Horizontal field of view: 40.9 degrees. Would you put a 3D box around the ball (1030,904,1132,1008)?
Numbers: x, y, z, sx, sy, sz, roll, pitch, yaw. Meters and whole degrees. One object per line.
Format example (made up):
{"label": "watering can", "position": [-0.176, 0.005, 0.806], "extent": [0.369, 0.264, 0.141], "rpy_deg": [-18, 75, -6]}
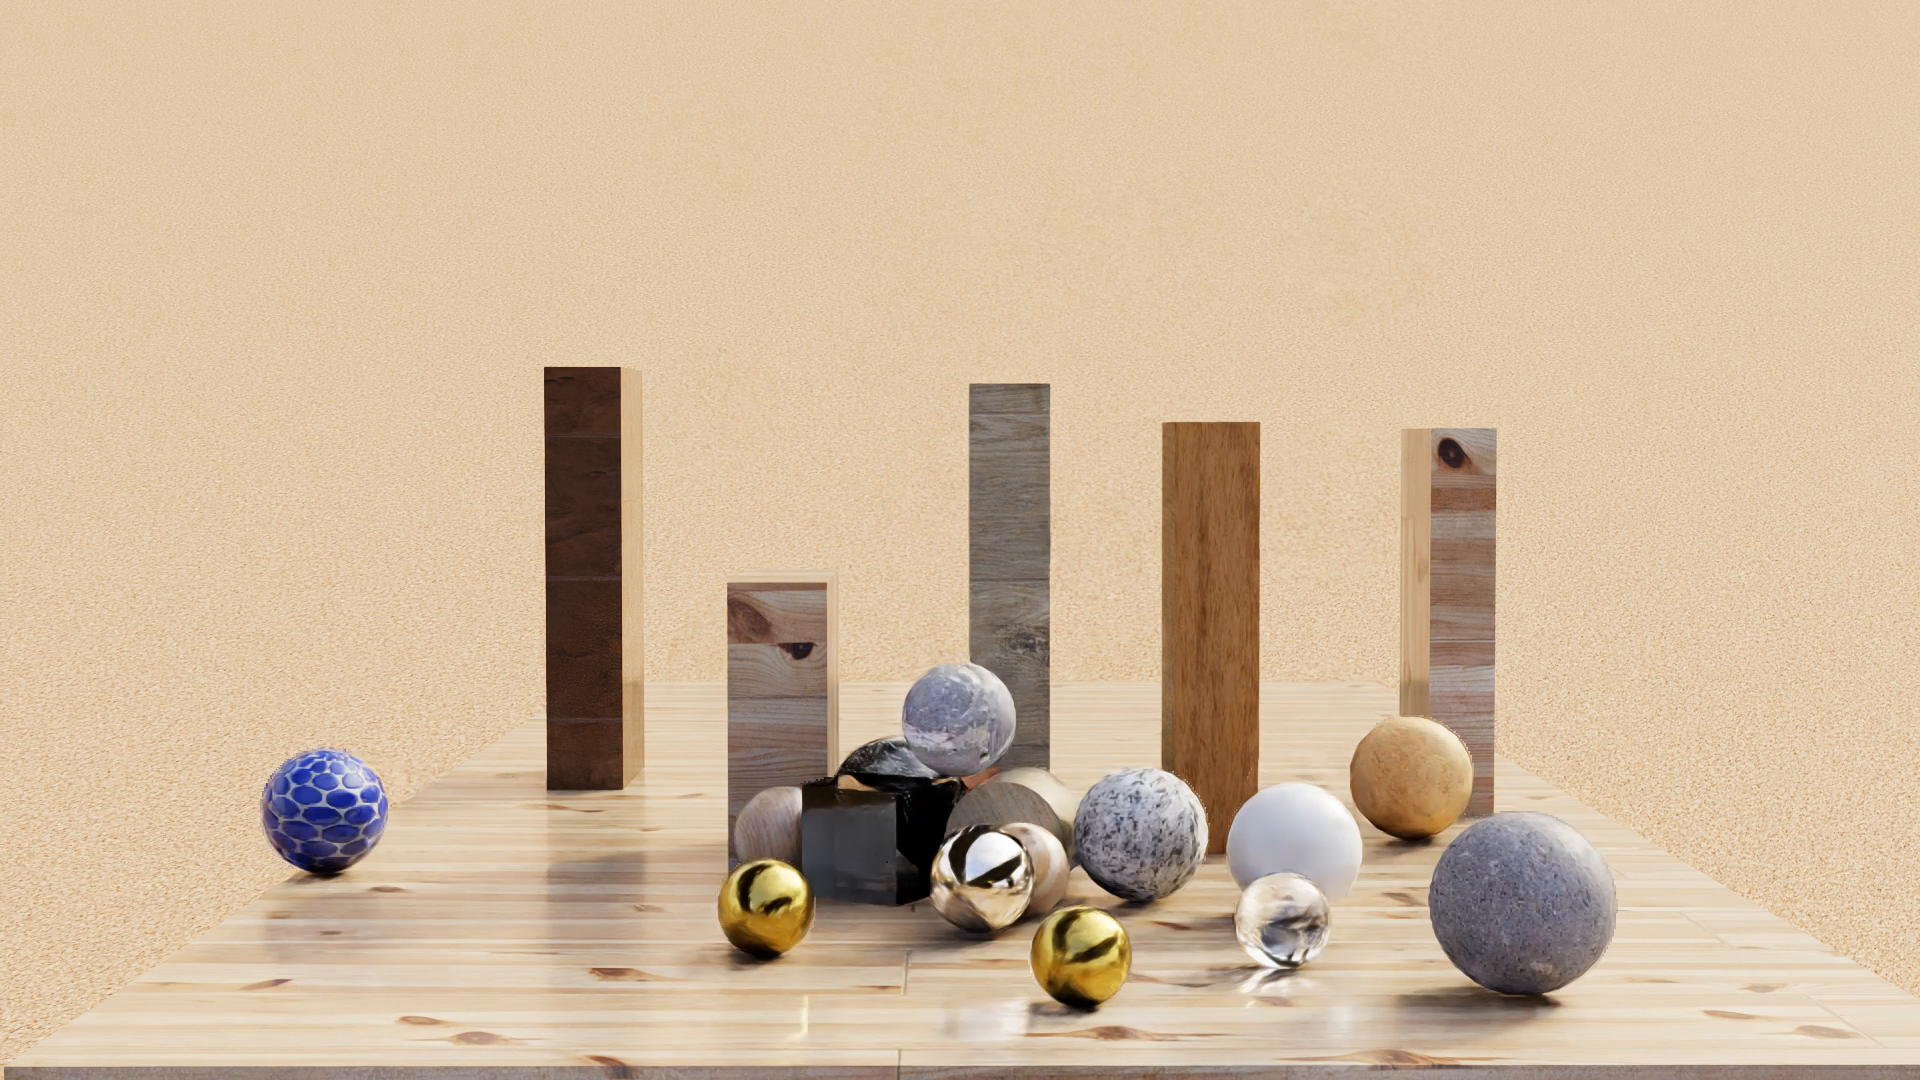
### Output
{"label": "ball", "position": [0.132, 0.453, 2.805], "extent": [0.111, 0.111, 0.111], "rpy_deg": [0, 23, 0]}

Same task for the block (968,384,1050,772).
{"label": "block", "position": [0.074, 0.108, 4.053], "extent": [0.121, 0.700, 0.381], "rpy_deg": [0, 2, 0]}

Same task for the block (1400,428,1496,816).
{"label": "block", "position": [0.818, 0.129, 4.334], "extent": [0.107, 0.634, 0.281], "rpy_deg": [0, 2, 0]}

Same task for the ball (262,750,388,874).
{"label": "ball", "position": [-0.904, 0.386, 3.668], "extent": [0.175, 0.175, 0.175], "rpy_deg": [0, 23, 0]}

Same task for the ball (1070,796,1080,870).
{"label": "ball", "position": [0.127, 0.413, 3.641], "extent": [0.122, 0.122, 0.122], "rpy_deg": [0, 23, 0]}

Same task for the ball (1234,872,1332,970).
{"label": "ball", "position": [0.377, 0.444, 3.002], "extent": [0.113, 0.113, 0.113], "rpy_deg": [0, 23, 0]}

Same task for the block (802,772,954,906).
{"label": "block", "position": [-0.111, 0.405, 3.500], "extent": [0.151, 0.151, 0.151], "rpy_deg": [2, 3, 31]}

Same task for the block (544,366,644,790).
{"label": "block", "position": [-0.661, 0.062, 4.673], "extent": [0.135, 0.743, 0.312], "rpy_deg": [0, 2, 0]}

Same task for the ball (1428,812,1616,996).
{"label": "ball", "position": [0.624, 0.404, 2.861], "extent": [0.203, 0.203, 0.203], "rpy_deg": [0, 23, 0]}

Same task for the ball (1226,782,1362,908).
{"label": "ball", "position": [0.432, 0.400, 3.324], "extent": [0.174, 0.174, 0.174], "rpy_deg": [0, 23, 0]}

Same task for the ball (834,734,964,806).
{"label": "ball", "position": [-0.090, 0.376, 3.690], "extent": [0.193, 0.193, 0.193], "rpy_deg": [0, 23, 0]}

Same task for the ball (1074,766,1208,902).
{"label": "ball", "position": [0.241, 0.392, 3.440], "extent": [0.180, 0.180, 0.180], "rpy_deg": [0, 23, 0]}

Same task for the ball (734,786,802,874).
{"label": "ball", "position": [-0.242, 0.409, 3.561], "extent": [0.138, 0.138, 0.138], "rpy_deg": [0, 23, 0]}

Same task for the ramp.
{"label": "ramp", "position": [0.054, 0.489, 4.541], "extent": [2.000, 0.100, 4.000], "rpy_deg": [0, 2, 0]}

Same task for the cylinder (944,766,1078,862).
{"label": "cylinder", "position": [0.075, 0.399, 3.506], "extent": [0.162, 0.162, 0.162], "rpy_deg": [5, 3, 11]}

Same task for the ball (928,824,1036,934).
{"label": "ball", "position": [0.027, 0.421, 3.199], "extent": [0.134, 0.134, 0.134], "rpy_deg": [0, 23, 0]}

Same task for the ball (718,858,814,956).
{"label": "ball", "position": [-0.232, 0.439, 3.077], "extent": [0.116, 0.116, 0.116], "rpy_deg": [0, 23, 0]}

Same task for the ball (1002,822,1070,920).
{"label": "ball", "position": [0.079, 0.426, 3.316], "extent": [0.123, 0.123, 0.123], "rpy_deg": [0, 23, 0]}

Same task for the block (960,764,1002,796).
{"label": "block", "position": [0.000, 0.388, 3.815], "extent": [0.113, 0.113, 0.113], "rpy_deg": [53, 26, 19]}

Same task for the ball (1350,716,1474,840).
{"label": "ball", "position": [0.696, 0.367, 3.971], "extent": [0.189, 0.189, 0.189], "rpy_deg": [0, 23, 0]}

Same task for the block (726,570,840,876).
{"label": "block", "position": [-0.257, 0.260, 3.806], "extent": [0.141, 0.416, 0.363], "rpy_deg": [0, 2, 0]}

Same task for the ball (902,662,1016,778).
{"label": "ball", "position": [-0.001, 0.239, 3.436], "extent": [0.154, 0.154, 0.154], "rpy_deg": [0, 23, 0]}

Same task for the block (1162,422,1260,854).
{"label": "block", "position": [0.381, 0.141, 3.938], "extent": [0.126, 0.642, 0.243], "rpy_deg": [0, 2, 0]}
